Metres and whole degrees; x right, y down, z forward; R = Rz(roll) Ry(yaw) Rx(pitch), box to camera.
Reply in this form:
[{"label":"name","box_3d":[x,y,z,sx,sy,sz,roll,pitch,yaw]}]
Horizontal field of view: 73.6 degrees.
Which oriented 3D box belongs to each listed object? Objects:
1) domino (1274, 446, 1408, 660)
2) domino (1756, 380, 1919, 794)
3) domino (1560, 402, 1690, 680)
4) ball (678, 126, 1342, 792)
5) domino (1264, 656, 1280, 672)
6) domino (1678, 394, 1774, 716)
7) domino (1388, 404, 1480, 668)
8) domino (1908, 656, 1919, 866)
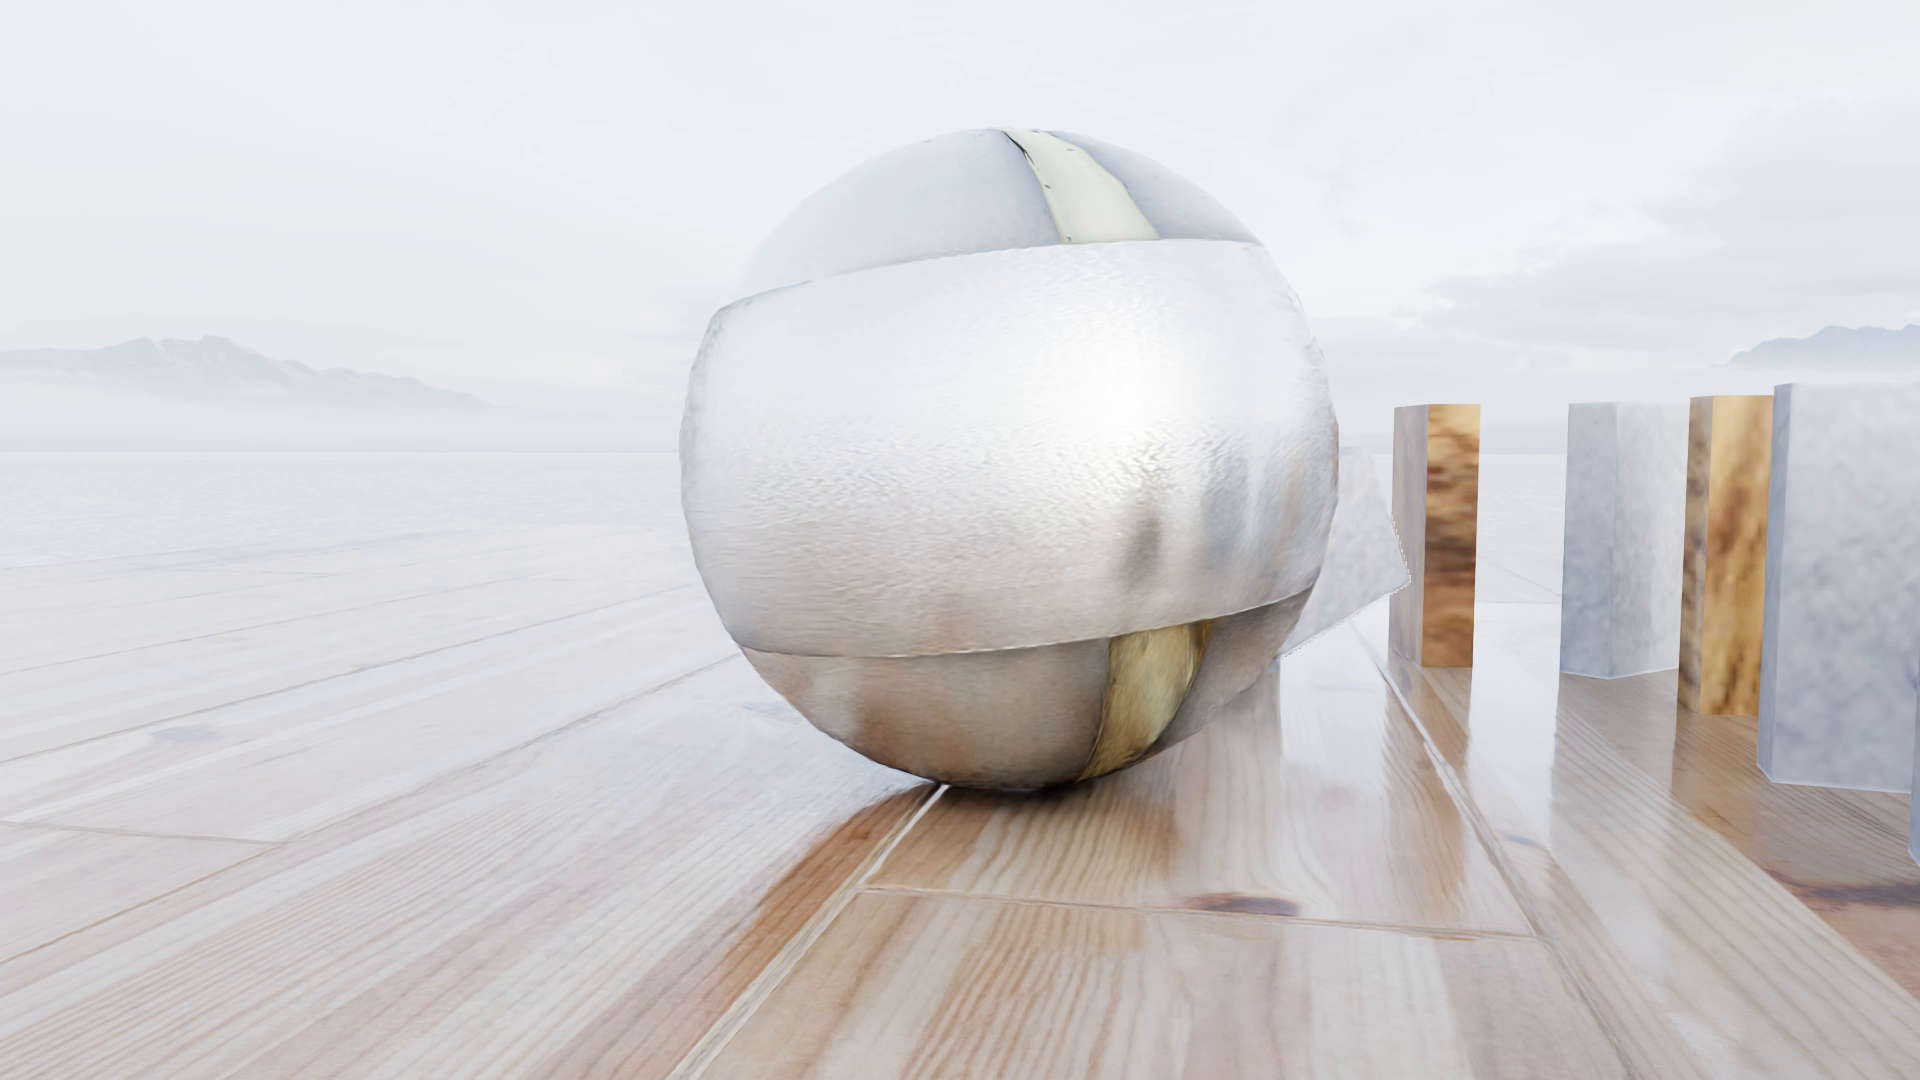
[{"label":"domino","box_3d":[0.050,0.006,0.213,0.050,0.025,0.010,-26,14,-21]},{"label":"domino","box_3d":[0.116,0.006,0.159,0.025,0.050,0.010,2,5,21]},{"label":"domino","box_3d":[0.125,0.000,0.241,0.025,0.050,0.009,-3,5,-32]},{"label":"ball","box_3d":[0.006,-0.009,0.160,0.080,0.080,0.080,0,4,0]},{"label":"domino","box_3d":[0.051,-0.001,0.248,0.010,0.050,0.025,-2,5,-19]},{"label":"domino","box_3d":[0.130,0.002,0.203,0.025,0.050,0.009,1,4,10]},{"label":"domino","box_3d":[0.094,-0.002,0.255,0.010,0.050,0.025,0,4,4]},{"label":"domino","box_3d":[0.098,0.009,0.119,0.009,0.050,0.025,2,5,26]}]
